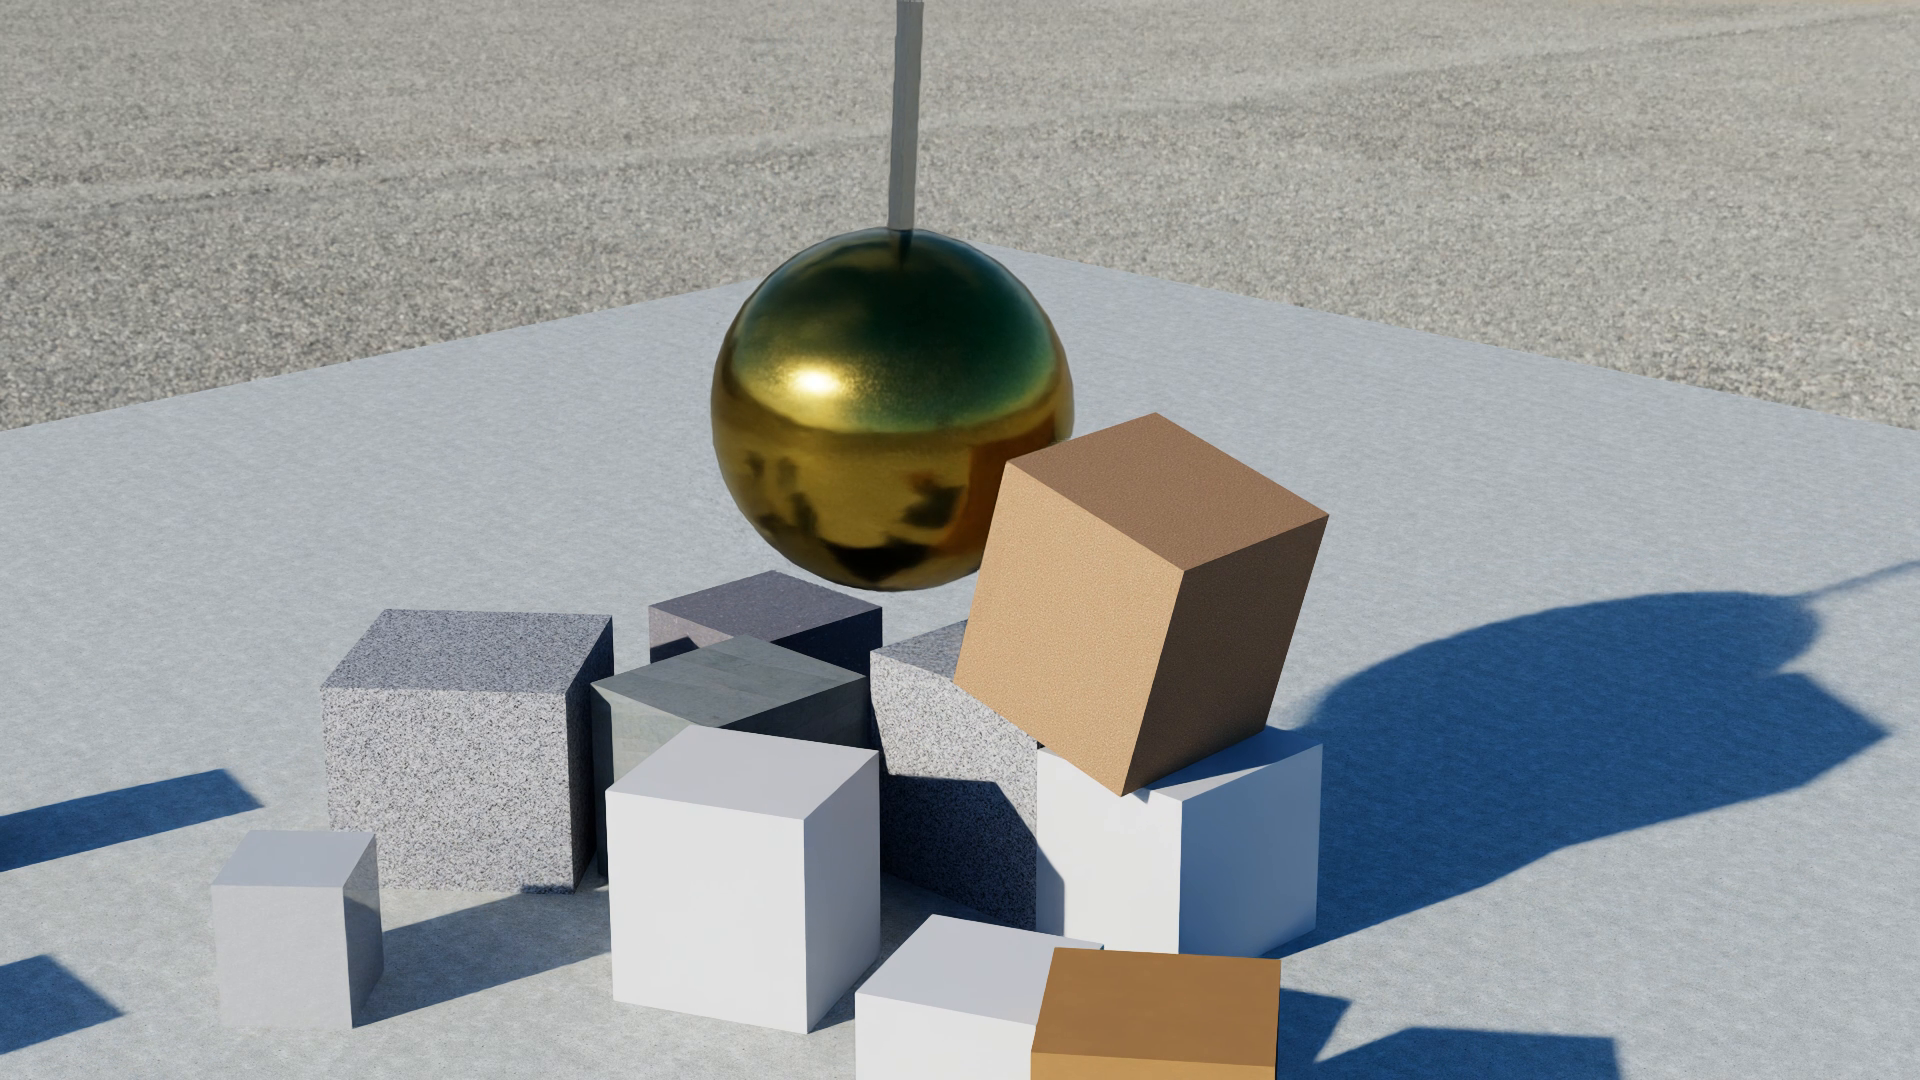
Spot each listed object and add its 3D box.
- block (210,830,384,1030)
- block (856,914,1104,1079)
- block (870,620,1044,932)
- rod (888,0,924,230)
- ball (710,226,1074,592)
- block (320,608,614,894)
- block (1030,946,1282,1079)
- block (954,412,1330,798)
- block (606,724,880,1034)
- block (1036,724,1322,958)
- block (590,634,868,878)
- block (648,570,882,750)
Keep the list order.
[{"bbox_3d":[-2.739,1.611,12.168,0.537,0.630,0.565,1,17,2],"label":"block"},{"bbox_3d":[0.083,1.921,11.162,0.715,0.643,0.744,7,19,21],"label":"block"},{"bbox_3d":[0.318,1.007,13.375,1.034,1.058,1.008,17,24,42],"label":"block"},{"bbox_3d":[-0.129,-3.855,11.995,0.080,5.200,0.080,17,20,42],"label":"rod"},{"bbox_3d":[-0.297,-0.569,12.852,1.600,1.600,1.600,0,17,0],"label":"ball"},{"bbox_3d":[-2.252,0.967,13.654,1.105,0.968,1.082,1,17,4],"label":"block"},{"bbox_3d":[0.698,2.043,10.364,0.821,0.887,0.830,2,18,7],"label":"block"},{"bbox_3d":[0.755,0.252,12.397,0.969,1.096,0.983,33,34,32],"label":"block"},{"bbox_3d":[-0.894,1.405,12.301,0.878,0.943,0.799,6,19,20],"label":"block"},{"bbox_3d":[0.948,1.304,12.734,0.816,0.876,0.928,17,24,42],"label":"block"},{"bbox_3d":[-1.044,1.074,13.374,0.827,0.931,0.930,16,24,42],"label":"block"},{"bbox_3d":[-0.960,0.734,14.582,0.813,0.855,0.822,-16,24,-42],"label":"block"}]
